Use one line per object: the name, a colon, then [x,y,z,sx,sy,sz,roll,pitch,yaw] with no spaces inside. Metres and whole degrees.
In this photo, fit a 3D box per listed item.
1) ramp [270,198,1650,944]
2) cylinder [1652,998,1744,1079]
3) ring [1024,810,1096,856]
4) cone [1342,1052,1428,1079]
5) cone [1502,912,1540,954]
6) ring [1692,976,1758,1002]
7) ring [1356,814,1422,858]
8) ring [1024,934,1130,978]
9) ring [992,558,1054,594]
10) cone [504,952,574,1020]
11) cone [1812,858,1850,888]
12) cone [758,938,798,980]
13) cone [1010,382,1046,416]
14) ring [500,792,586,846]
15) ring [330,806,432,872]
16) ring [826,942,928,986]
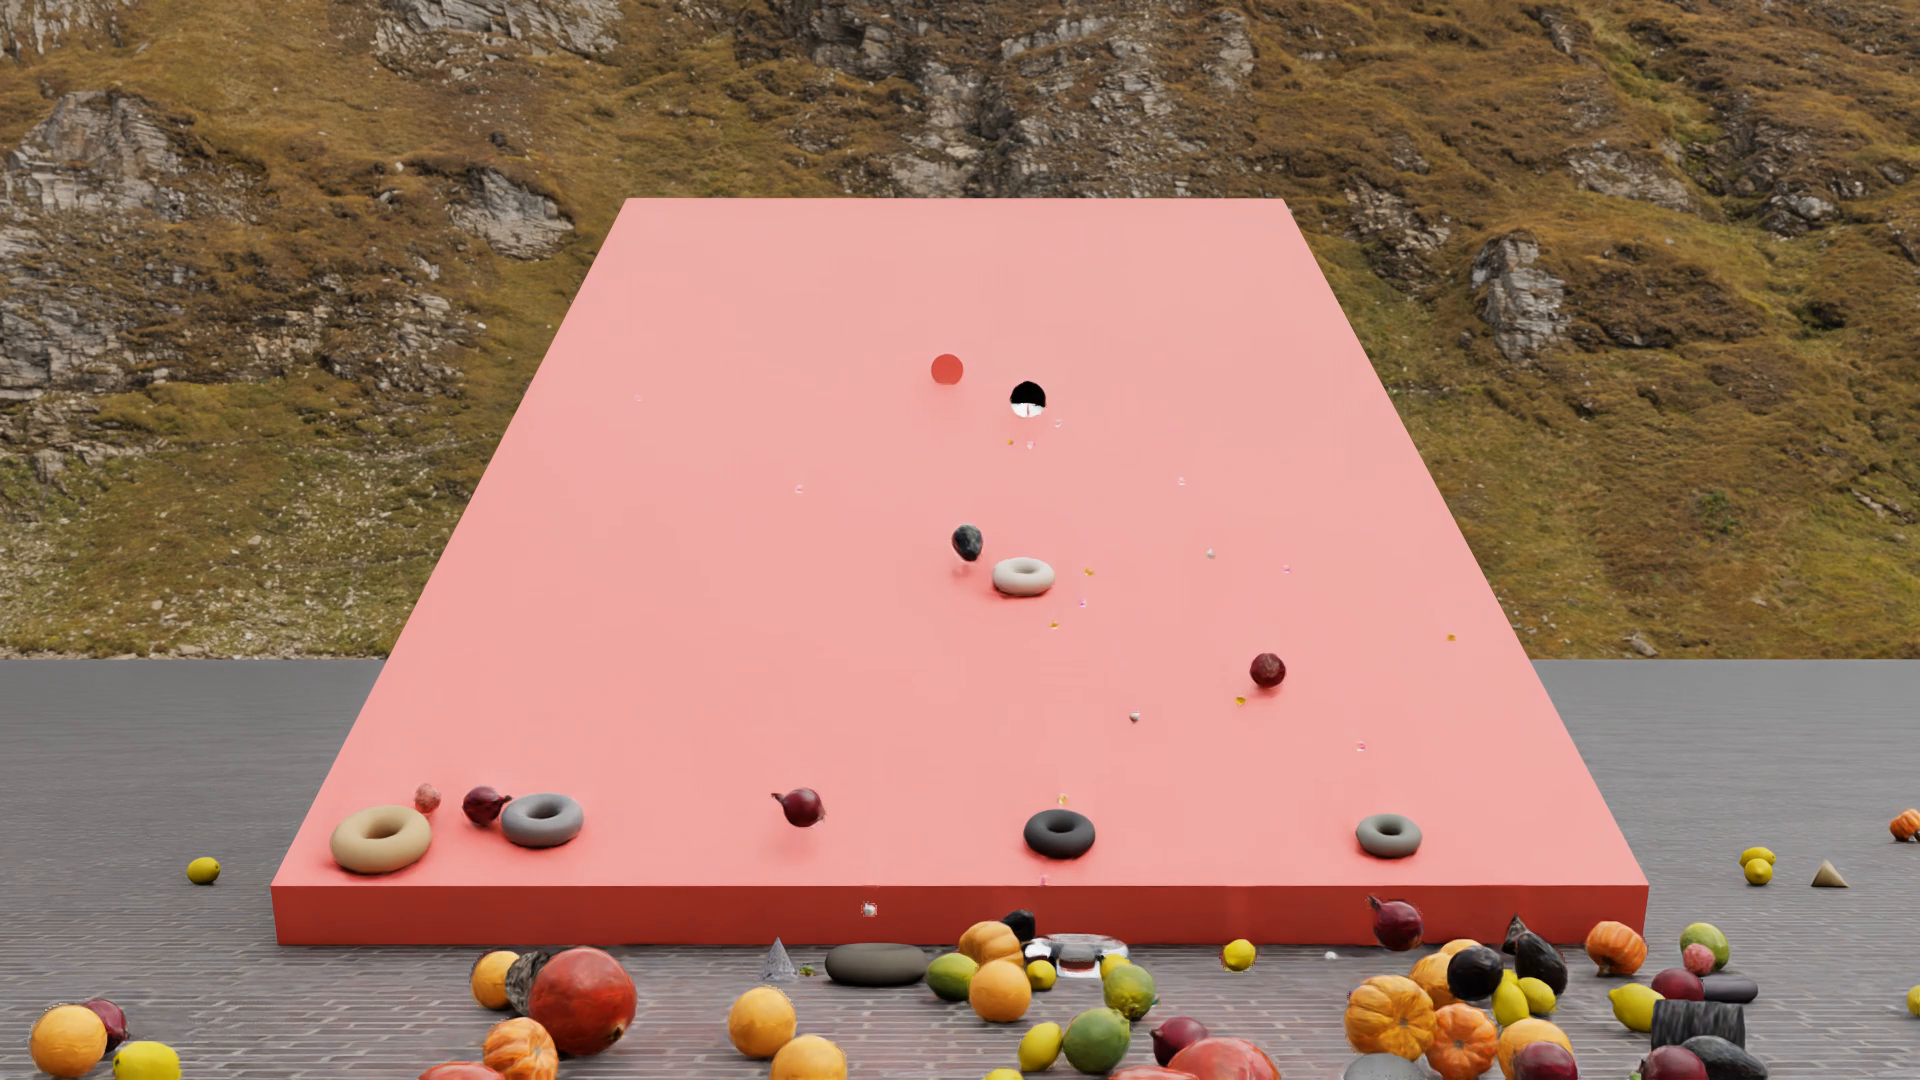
ramp: [-0.007,-0.224,5.210,2.000,0.100,4.000,0,23,0]
cylinder: [0.737,0.500,2.301,0.080,0.080,0.080,-1,-3,24]
ring: [0.149,0.438,3.451,0.108,0.036,0.108,1,22,0]
cone: [0.364,0.507,2.029,0.088,0.088,0.088,0,-30,-7]
cone: [0.780,0.545,3.224,0.053,0.053,0.053,-2,-33,-1]
ring: [0.945,0.555,2.849,0.078,0.026,0.078,-1,-4,0]
ring: [0.641,0.441,3.450,0.097,0.032,0.097,0,24,0]
ring: [0.157,0.556,3.088,0.141,0.047,0.141,1,-3,0]
ring: [0.118,0.068,4.332,0.118,0.039,0.118,1,23,-1]
cone: [-0.508,0.543,2.739,0.083,0.083,0.083,1,-30,-24]
cone: [1.596,0.621,4.212,0.060,0.060,0.060,28,8,21]
cone: [-0.240,0.549,3.040,0.055,0.055,0.055,0,-3,0]
cone: [0.155,-0.315,5.251,0.081,0.081,0.081,0,0,4]
ring: [-0.629,0.422,3.479,0.126,0.042,0.126,1,22,0]
ring: [-0.858,0.443,3.418,0.149,0.050,0.149,-1,24,0]
ring: [-0.109,0.553,3.010,0.135,0.045,0.135,0,-4,0]
